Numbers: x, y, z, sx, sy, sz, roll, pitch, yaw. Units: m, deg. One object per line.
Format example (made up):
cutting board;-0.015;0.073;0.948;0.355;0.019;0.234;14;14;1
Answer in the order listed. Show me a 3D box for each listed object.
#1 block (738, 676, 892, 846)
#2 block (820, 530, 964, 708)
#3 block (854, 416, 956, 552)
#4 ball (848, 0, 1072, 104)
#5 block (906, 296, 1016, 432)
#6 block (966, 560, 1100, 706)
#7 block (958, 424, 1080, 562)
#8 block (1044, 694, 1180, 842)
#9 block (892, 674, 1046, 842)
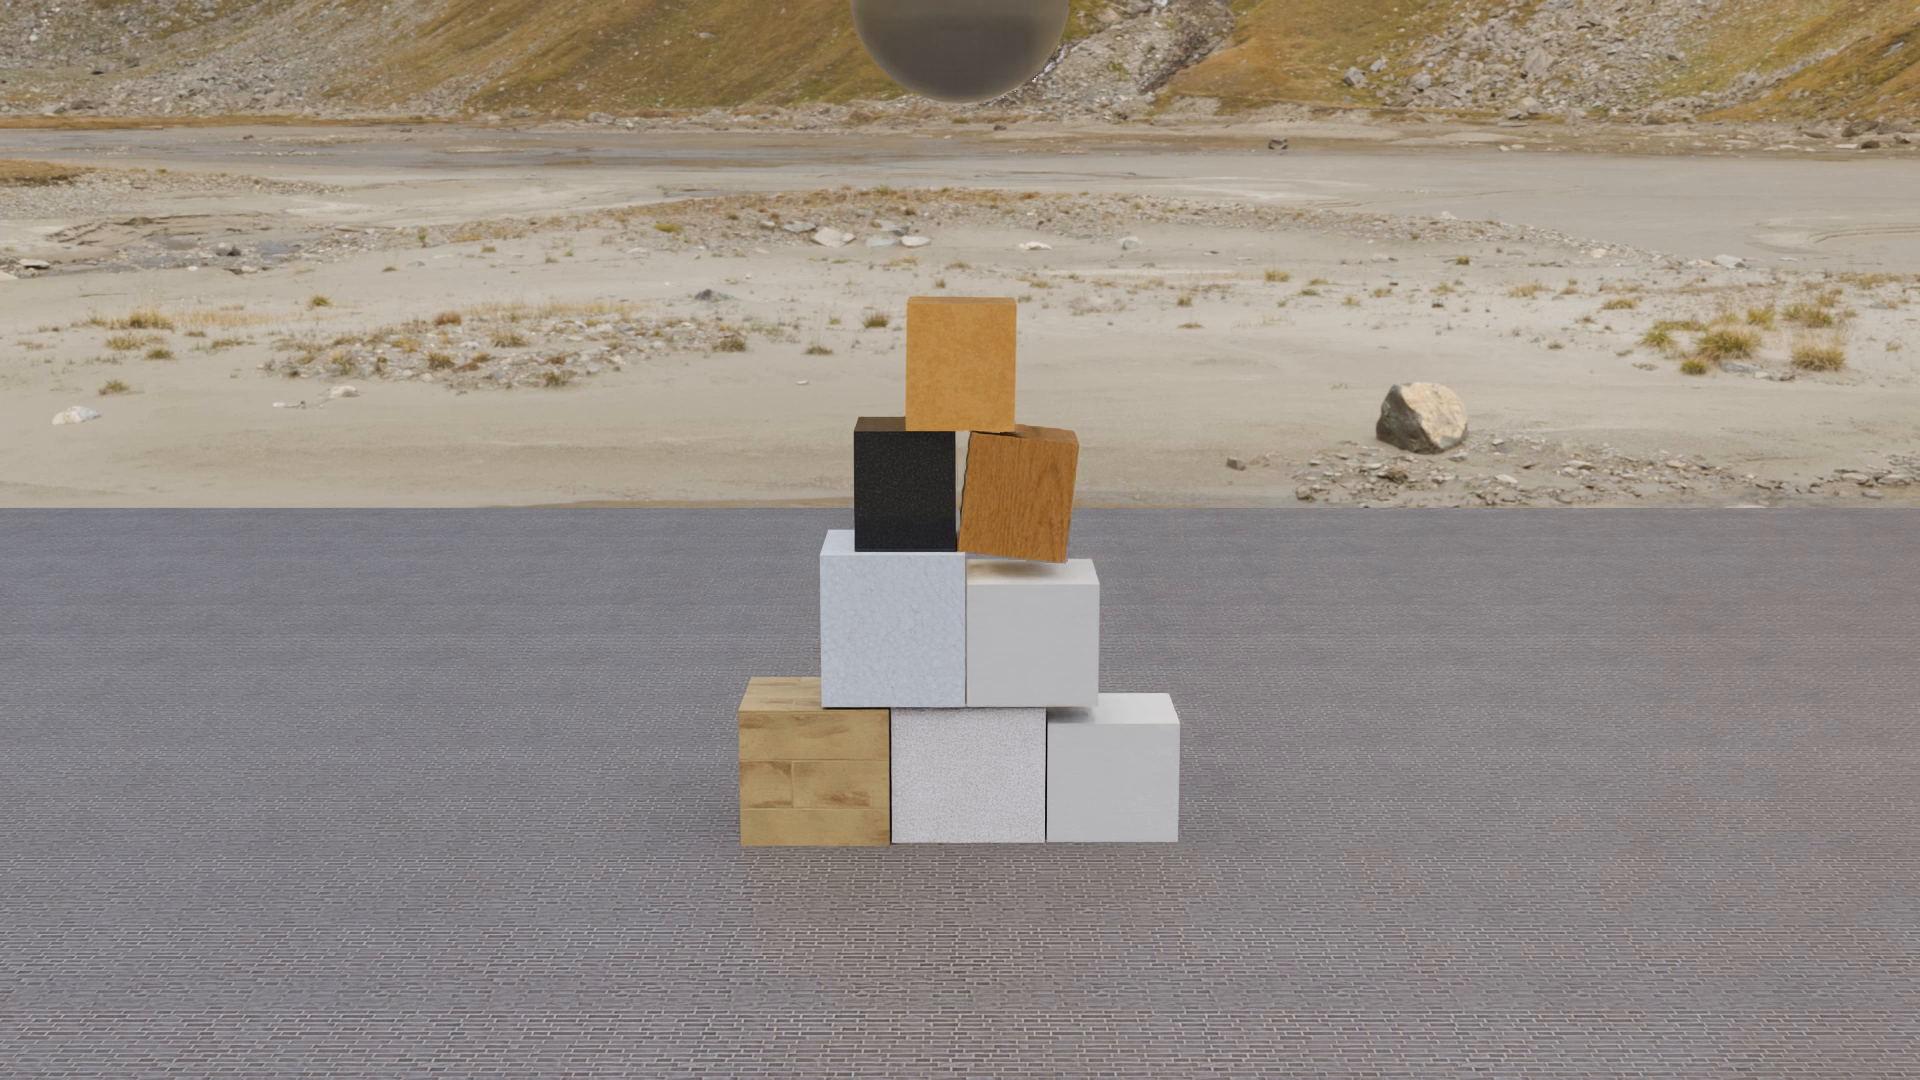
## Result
block;-0.730;1.134;11.367;0.751;0.703;0.696;0;10;0
block;-0.333;0.390;11.253;0.715;0.770;0.725;0;10;0
block;-0.272;-0.288;11.140;0.501;0.605;0.575;0;10;0
ball;0.000;-3.930;15.705;1.600;1.600;1.600;0;10;0
block;0.004;-0.890;11.028;0.535;0.619;0.536;1;10;0
block;0.362;0.466;11.247;0.656;0.622;0.667;0;10;0
block;0.288;-0.255;11.132;0.535;0.598;0.534;6;10;-1
block;0.772;1.171;11.395;0.666;0.619;0.615;0;10;0
block;0.042;1.120;11.396;0.774;0.719;0.653;0;10;0
